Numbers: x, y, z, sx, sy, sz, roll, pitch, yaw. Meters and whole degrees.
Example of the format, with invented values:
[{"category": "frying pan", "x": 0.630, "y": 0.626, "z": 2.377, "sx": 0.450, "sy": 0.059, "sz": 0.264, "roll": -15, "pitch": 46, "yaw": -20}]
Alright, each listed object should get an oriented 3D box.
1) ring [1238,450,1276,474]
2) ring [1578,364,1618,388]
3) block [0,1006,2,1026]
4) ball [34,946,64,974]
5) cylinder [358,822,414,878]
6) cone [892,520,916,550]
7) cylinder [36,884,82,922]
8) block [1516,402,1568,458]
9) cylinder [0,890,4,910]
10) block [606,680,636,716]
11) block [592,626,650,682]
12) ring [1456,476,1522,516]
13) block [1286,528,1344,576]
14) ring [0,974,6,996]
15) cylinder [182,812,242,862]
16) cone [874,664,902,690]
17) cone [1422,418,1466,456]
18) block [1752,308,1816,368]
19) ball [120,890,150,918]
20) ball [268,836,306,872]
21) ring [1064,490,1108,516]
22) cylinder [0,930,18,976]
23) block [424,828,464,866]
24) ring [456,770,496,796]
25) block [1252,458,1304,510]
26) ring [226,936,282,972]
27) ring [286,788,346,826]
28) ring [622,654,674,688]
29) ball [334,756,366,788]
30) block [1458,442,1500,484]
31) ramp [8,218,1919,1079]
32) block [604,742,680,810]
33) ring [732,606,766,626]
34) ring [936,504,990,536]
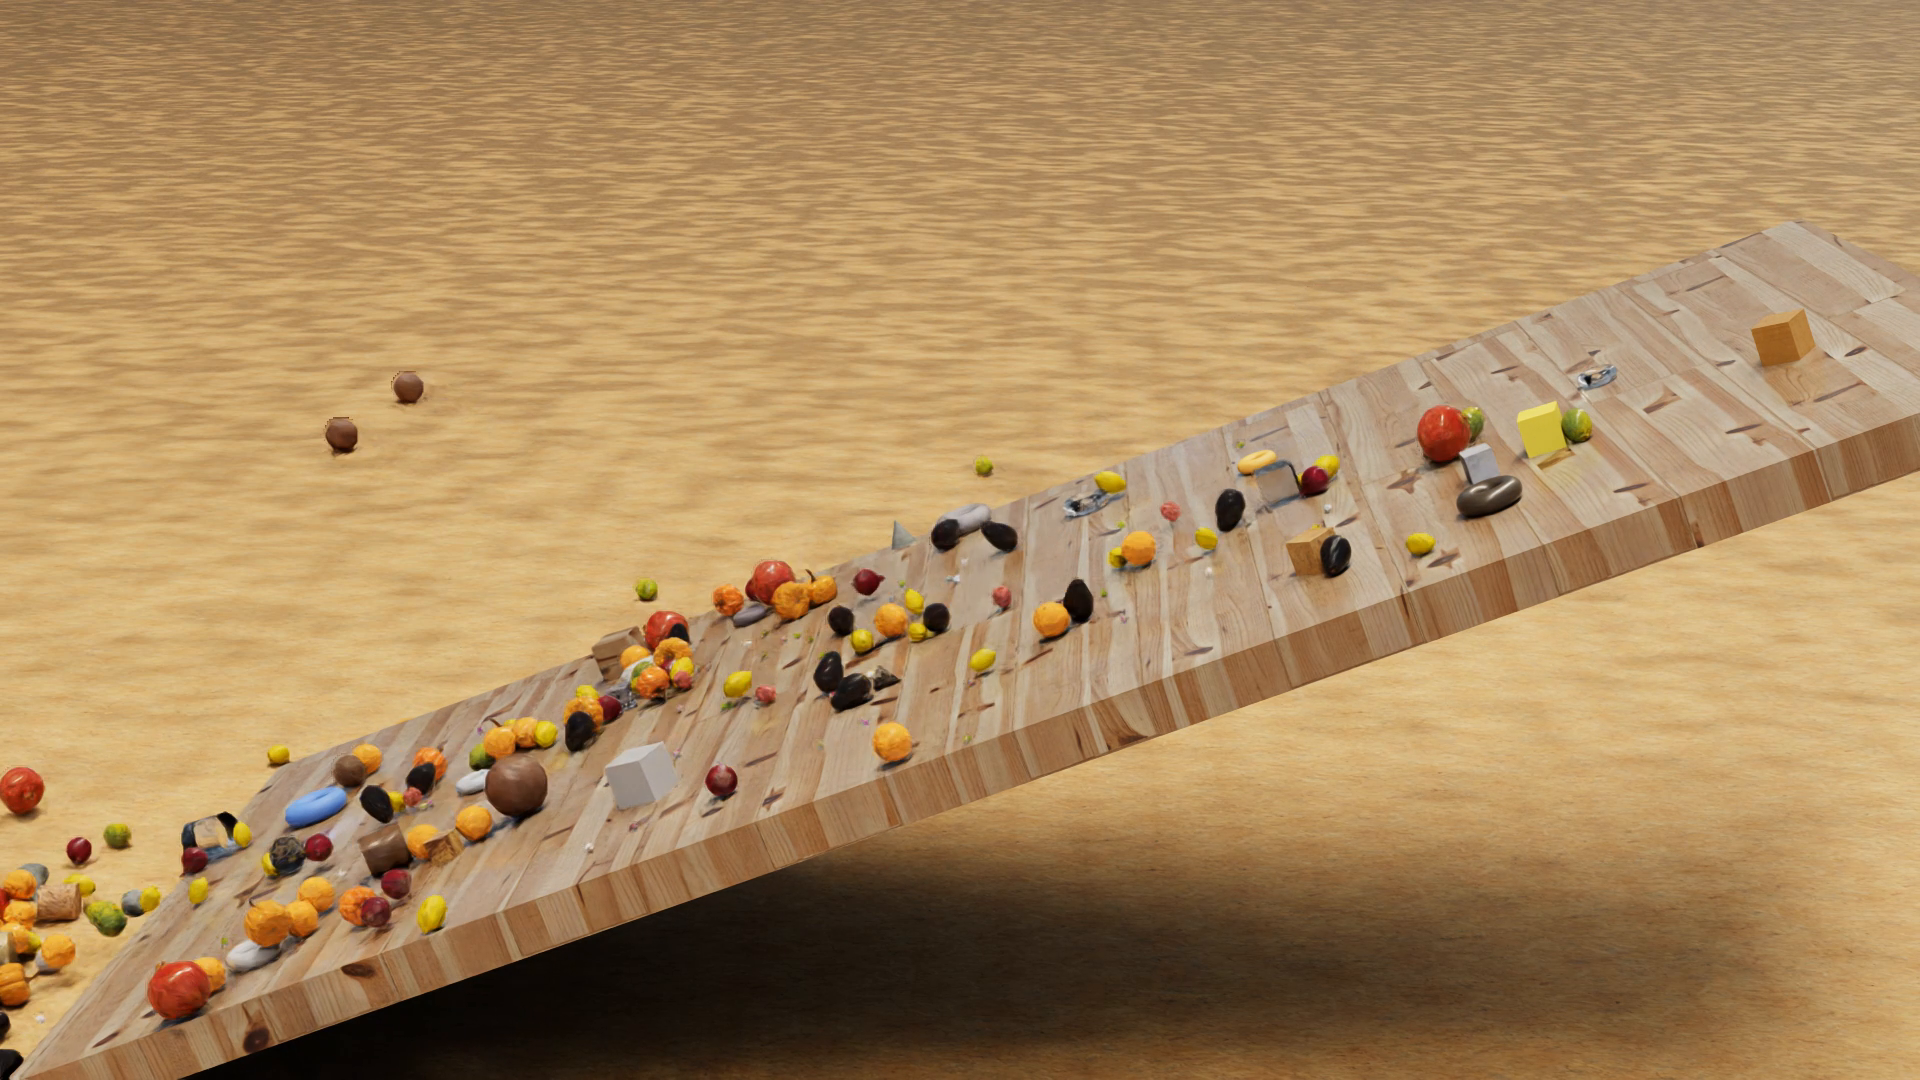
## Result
[{"category": "ring", "x": 0.666, "y": -0.174, "z": 6.599, "sx": 0.092, "sy": 0.031, "sz": 0.092, "roll": -20, "pitch": 13, "yaw": 5}, {"category": "ring", "x": 1.340, "y": -0.344, "z": 6.187, "sx": 0.087, "sy": 0.029, "sz": 0.087, "roll": -20, "pitch": 13, "yaw": 5}, {"category": "block", "x": -2.037, "y": 0.964, "z": 6.044, "sx": 0.090, "sy": 0.090, "sz": 0.090, "roll": 4, "pitch": 14, "yaw": 18}, {"category": "ball", "x": -1.969, "y": 0.907, "z": 6.356, "sx": 0.060, "sy": 0.060, "sz": 0.060, "roll": 0, "pitch": 13, "yaw": 0}, {"category": "cylinder", "x": -1.176, "y": 0.634, "z": 6.019, "sx": 0.088, "sy": 0.088, "sz": 0.088, "roll": -24, "pitch": 19, "yaw": -11}, {"category": "cone", "x": -0.149, "y": -0.019, "z": 7.243, "sx": 0.067, "sy": 0.067, "sz": 0.067, "roll": -20, "pitch": 12, "yaw": 4}, {"category": "cylinder", "x": -2.043, "y": 0.822, "z": 6.670, "sx": 0.082, "sy": 0.082, "sz": 0.082, "roll": -1, "pitch": 13, "yaw": -6}, {"category": "block", "x": 1.153, "y": -0.219, "z": 5.821, "sx": 0.077, "sy": 0.077, "sz": 0.077, "roll": -17, "pitch": 12, "yaw": 19}, {"category": "cylinder", "x": -2.221, "y": 0.825, "z": 6.716, "sx": 0.055, "sy": 0.055, "sz": 0.055, "roll": -11, "pitch": 17, "yaw": -38}, {"category": "block", "x": -0.766, "y": 0.357, "z": 6.648, "sx": 0.054, "sy": 0.054, "sz": 0.054, "roll": -22, "pitch": 12, "yaw": -6}, {"category": "block", "x": -0.808, "y": 0.271, "z": 7.019, "sx": 0.091, "sy": 0.091, "sz": 0.091, "roll": -17, "pitch": 12, "yaw": 21}, {"category": "ring", "x": 1.001, "y": -0.083, "z": 5.559, "sx": 0.129, "sy": 0.043, "sz": 0.129, "roll": -22, "pitch": 11, "yaw": 4}, {"category": "block", "x": 0.675, "y": 0.022, "z": 5.591, "sx": 0.068, "sy": 0.068, "sz": 0.068, "roll": -29, "pitch": 14, "yaw": -33}, {"category": "ring", "x": -2.083, "y": 0.947, "z": 6.222, "sx": 0.128, "sy": 0.043, "sz": 0.128, "roll": 0, "pitch": 12, "yaw": 0}, {"category": "cylinder", "x": -1.714, "y": 0.682, "z": 6.738, "sx": 0.096, "sy": 0.096, "sz": 0.096, "roll": -17, "pitch": 7, "yaw": 20}, {"category": "cone", "x": -0.143, "y": 0.282, "z": 5.962, "sx": 0.053, "sy": 0.053, "sz": 0.053, "roll": 8, "pitch": 14, "yaw": 7}, {"category": "cone", "x": 1.015, "y": -0.212, "z": 6.136, "sx": 0.083, "sy": 0.083, "sz": 0.083, "roll": 1, "pitch": 13, "yaw": 21}, {"category": "block", "x": 1.624, "y": -0.399, "z": 5.803, "sx": 0.080, "sy": 0.080, "sz": 0.080, "roll": -11, "pitch": 16, "yaw": 42}, {"category": "ball", "x": -1.816, "y": 0.799, "z": 6.471, "sx": 0.061, "sy": 0.061, "sz": 0.061, "roll": 0, "pitch": 13, "yaw": 0}, {"category": "ball", "x": -1.447, "y": 0.676, "z": 6.325, "sx": 0.077, "sy": 0.077, "sz": 0.077, "roll": 0, "pitch": 13, "yaw": 0}, {"category": "ring", "x": 0.293, "y": -0.087, "z": 6.847, "sx": 0.112, "sy": 0.037, "sz": 0.112, "roll": -19, "pitch": 12, "yaw": 4}, {"category": "cylinder", "x": -2.084, "y": 0.893, "z": 6.322, "sx": 0.093, "sy": 0.093, "sz": 0.093, "roll": -8, "pitch": 14, "yaw": -9}, {"category": "block", "x": -1.042, "y": 0.620, "z": 5.941, "sx": 0.051, "sy": 0.051, "sz": 0.051, "roll": -16, "pitch": 13, "yaw": 24}, {"category": "ring", "x": -1.059, "y": 0.530, "z": 6.434, "sx": 0.094, "sy": 0.031, "sz": 0.094, "roll": -19, "pitch": 12, "yaw": 4}, {"category": "block", "x": 0.672, "y": -0.118, "z": 6.216, "sx": 0.077, "sy": 0.077, "sz": 0.077, "roll": -21, "pitch": 12, "yaw": 0}, {"category": "ring", "x": -1.373, "y": 0.804, "z": 5.718, "sx": 0.111, "sy": 0.037, "sz": 0.111, "roll": -18, "pitch": 13, "yaw": 4}, {"category": "ring", "x": -1.480, "y": 0.613, "z": 6.757, "sx": 0.145, "sy": 0.048, "sz": 0.145, "roll": -19, "pitch": 12, "yaw": 4}, {"category": "ring", "x": -0.728, "y": 0.305, "z": 6.846, "sx": 0.131, "sy": 0.044, "sz": 0.131, "roll": -22, "pitch": 11, "yaw": 4}, {"category": "ball", "x": -1.437, "y": 0.545, "z": 6.925, "sx": 0.075, "sy": 0.075, "sz": 0.075, "roll": 0, "pitch": 13, "yaw": 0}, {"category": "block", "x": 1.022, "y": -0.150, "z": 5.789, "sx": 0.058, "sy": 0.058, "sz": 0.058, "roll": -21, "pitch": 12, "yaw": 2}, {"category": "ramp", "x": 0.118, "y": 0.176, "z": 6.295, "sx": 4.000, "sy": 0.100, "sz": 2.000, "roll": -20, "pitch": 12, "yaw": 7}, {"category": "block", "x": -0.629, "y": 0.466, "z": 5.810, "sx": 0.092, "sy": 0.092, "sz": 0.092, "roll": -14, "pitch": 13, "yaw": 31}, {"category": "ring", "x": -0.505, "y": 0.181, "z": 7.055, "sx": 0.086, "sy": 0.029, "sz": 0.086, "roll": -19, "pitch": 12, "yaw": 4}, {"category": "ring", "x": 0.009, "y": -0.048, "z": 7.149, "sx": 0.141, "sy": 0.047, "sz": 0.141, "roll": -20, "pitch": 13, "yaw": 5}]
